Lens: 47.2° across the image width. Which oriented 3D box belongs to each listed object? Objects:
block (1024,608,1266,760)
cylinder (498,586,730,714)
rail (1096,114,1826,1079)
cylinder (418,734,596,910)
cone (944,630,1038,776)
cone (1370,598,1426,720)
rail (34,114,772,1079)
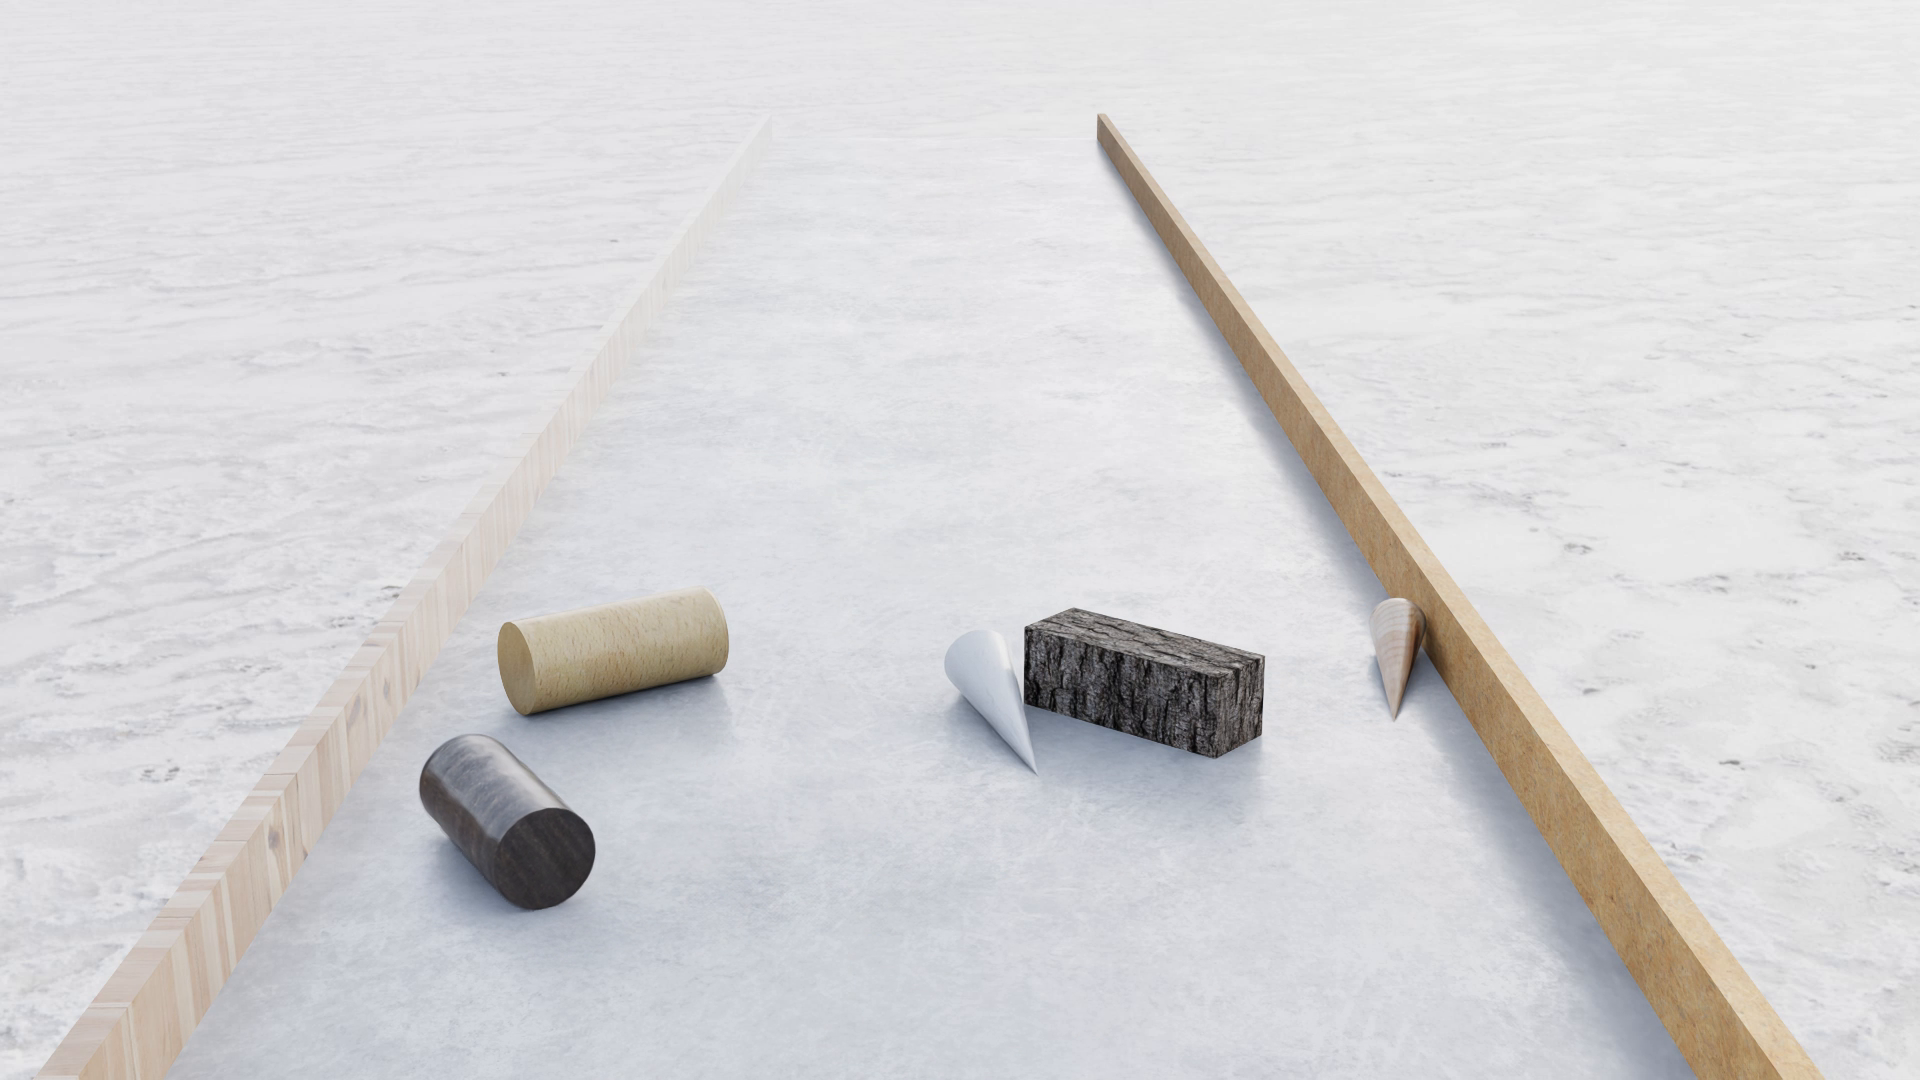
[{"bbox_3d":[0.337,0.260,4.082,0.435,0.154,0.154,13,21,38],"label":"block"},{"bbox_3d":[-0.663,0.208,4.216,0.402,0.178,0.178,-11,20,-33],"label":"cylinder"},{"bbox_3d":[0.932,-0.844,7.801,0.050,0.150,12.000,0,17,-1],"label":"rail"},{"bbox_3d":[-0.718,0.438,3.465,0.163,0.163,0.354,-10,19,-30],"label":"cylinder"},{"bbox_3d":[0.086,0.322,4.026,0.134,0.134,0.435,-4,26,-13],"label":"cone"},{"bbox_3d":[0.846,0.255,4.270,0.115,0.115,0.422,3,25,11],"label":"cone"},{"bbox_3d":[-1.118,-0.838,7.780,0.050,0.150,12.000,0,17,-1],"label":"rail"}]
